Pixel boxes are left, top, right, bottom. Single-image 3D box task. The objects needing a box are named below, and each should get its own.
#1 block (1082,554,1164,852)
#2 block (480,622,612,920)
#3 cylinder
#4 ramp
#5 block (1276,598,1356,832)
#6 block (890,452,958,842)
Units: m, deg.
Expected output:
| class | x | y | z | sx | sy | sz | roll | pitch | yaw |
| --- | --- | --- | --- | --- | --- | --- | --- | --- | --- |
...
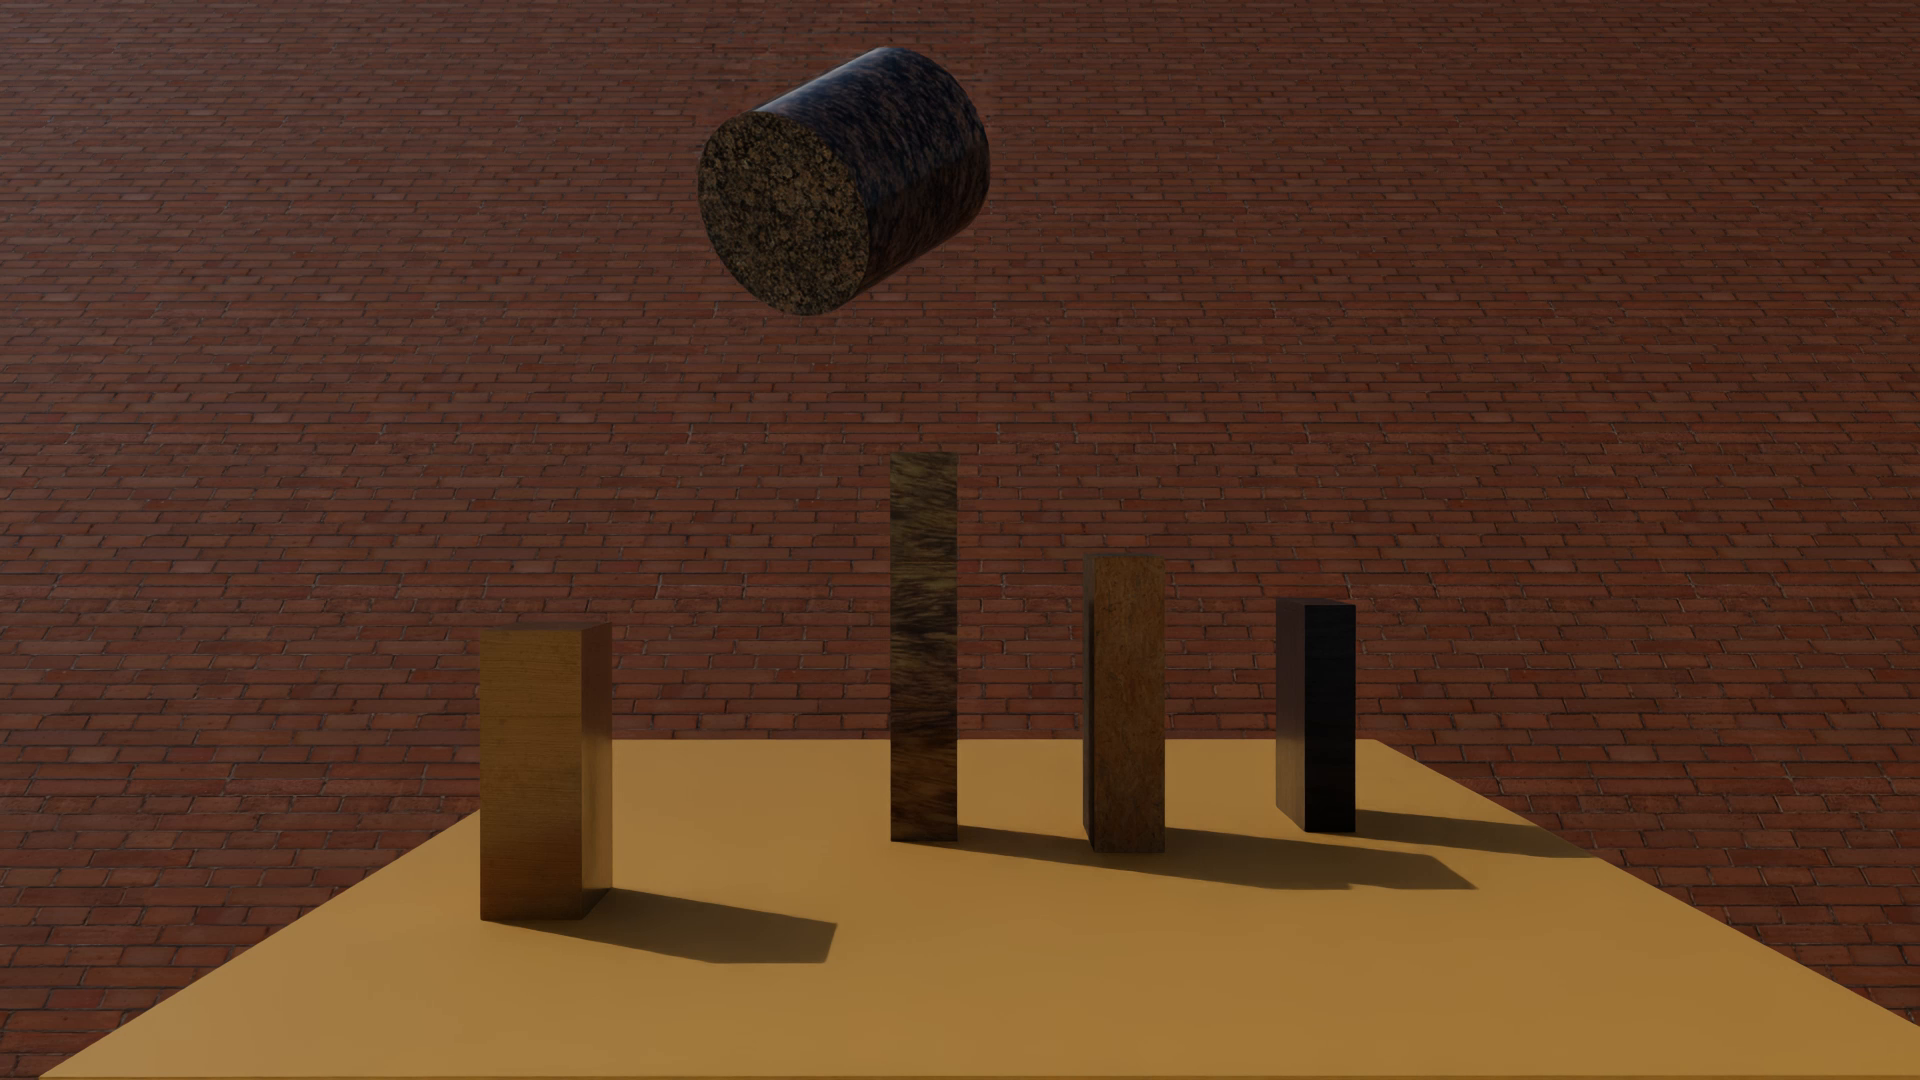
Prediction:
| class | x | y | z | sx | sy | sz | roll | pitch | yaw |
| --- | --- | --- | --- | --- | --- | --- | --- | --- | --- |
| block | 0.287 | 0.277 | 4.572 | 0.119 | 0.501 | 0.401 | 0 | 0 | 0 |
| block | -0.605 | 0.330 | 3.803 | 0.143 | 0.408 | 0.324 | 0 | 0 | 0 |
| cylinder | -0.096 | -0.302 | 2.164 | 0.176 | 0.176 | 0.176 | 18 | 36 | 29 |
| ramp | 0.064 | 0.577 | 4.622 | 2.000 | 0.100 | 4.000 | 0 | 0 | 0 |
| block | 0.667 | 0.320 | 4.872 | 0.091 | 0.410 | 0.427 | 0 | 0 | 0 |
| block | -0.064 | 0.186 | 4.651 | 0.117 | 0.682 | 0.247 | 0 | 0 | 0 |
